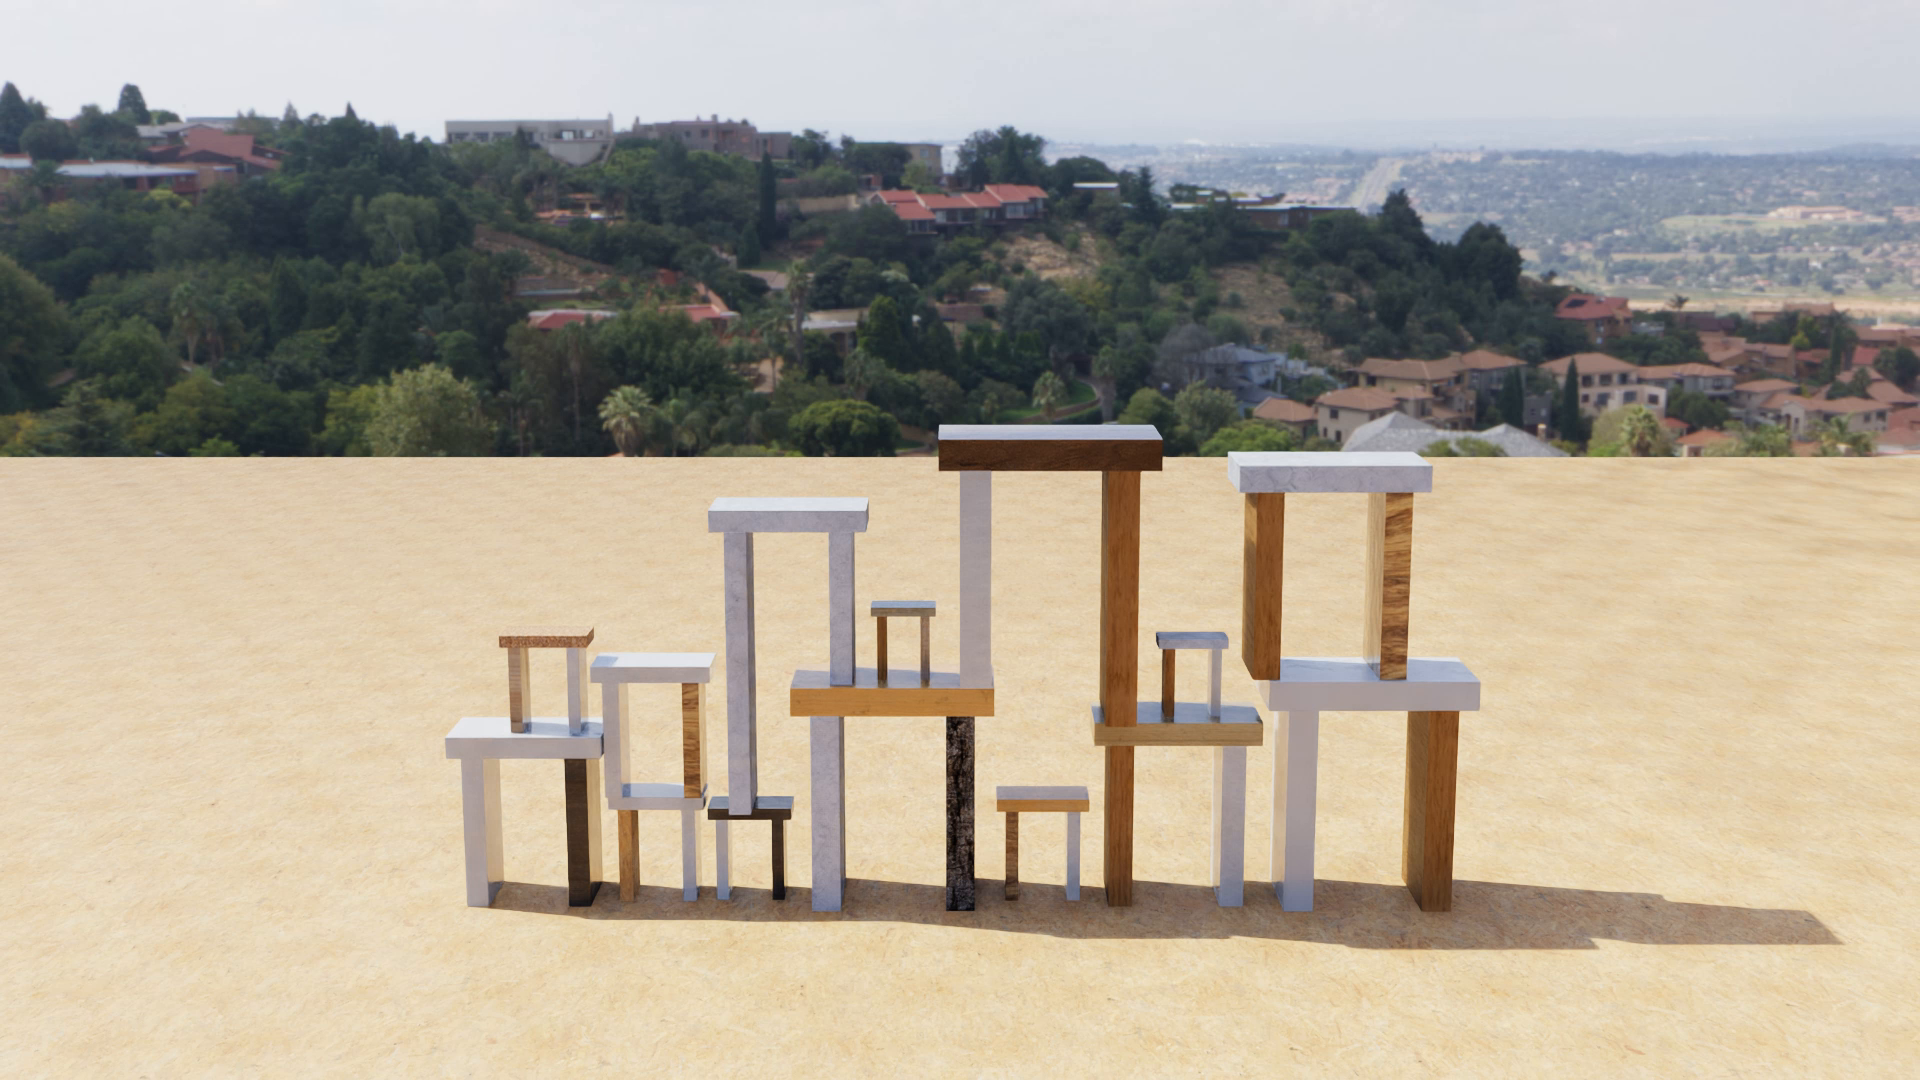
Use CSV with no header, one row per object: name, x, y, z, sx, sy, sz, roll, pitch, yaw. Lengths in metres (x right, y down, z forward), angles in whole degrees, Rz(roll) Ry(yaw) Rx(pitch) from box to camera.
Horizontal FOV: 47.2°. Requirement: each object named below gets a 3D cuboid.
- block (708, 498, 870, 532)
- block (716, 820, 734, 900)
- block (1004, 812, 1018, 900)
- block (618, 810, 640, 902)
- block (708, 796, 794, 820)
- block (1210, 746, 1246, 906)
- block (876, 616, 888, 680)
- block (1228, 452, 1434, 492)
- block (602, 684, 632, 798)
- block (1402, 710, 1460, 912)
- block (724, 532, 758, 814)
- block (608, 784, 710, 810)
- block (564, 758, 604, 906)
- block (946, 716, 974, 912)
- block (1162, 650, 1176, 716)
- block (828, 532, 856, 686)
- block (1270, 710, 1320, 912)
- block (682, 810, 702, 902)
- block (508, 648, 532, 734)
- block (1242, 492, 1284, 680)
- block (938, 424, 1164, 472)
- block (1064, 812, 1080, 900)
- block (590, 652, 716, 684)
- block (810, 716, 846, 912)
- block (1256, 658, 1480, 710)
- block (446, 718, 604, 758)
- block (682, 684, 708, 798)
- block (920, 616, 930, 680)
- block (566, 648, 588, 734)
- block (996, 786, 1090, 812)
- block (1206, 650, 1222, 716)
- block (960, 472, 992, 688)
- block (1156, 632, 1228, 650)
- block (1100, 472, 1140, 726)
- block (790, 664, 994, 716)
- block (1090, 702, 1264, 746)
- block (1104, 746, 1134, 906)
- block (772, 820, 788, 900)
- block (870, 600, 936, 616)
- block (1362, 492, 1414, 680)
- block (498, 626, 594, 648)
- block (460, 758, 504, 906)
block,-0.275,-0.041,3.551,0.250,0.035,0.125,0,11,0
block,-0.392,0.521,3.661,0.020,0.138,0.069,0,11,0
block,0.086,0.514,3.660,0.022,0.152,0.076,0,11,0
block,-0.550,0.513,3.657,0.022,0.157,0.078,0,11,0
block,-0.346,0.444,3.646,0.138,0.020,0.069,0,11,0
block,0.445,0.455,3.649,0.039,0.273,0.136,0,11,0
block,-0.127,0.171,3.590,0.015,0.105,0.053,0,11,0
block,0.593,-0.110,3.542,0.304,0.043,0.152,0,11,0
block,-0.566,0.318,3.624,0.027,0.194,0.097,0,11,1
block,0.776,0.424,3.637,0.048,0.338,0.169,0,11,0
block,-0.358,0.206,3.596,0.035,0.467,0.125,0,11,0
block,-0.498,0.425,3.641,0.157,0.022,0.078,0,11,1
block,-0.623,0.466,3.646,0.036,0.251,0.126,0,11,0
block,0.001,0.429,3.638,0.046,0.328,0.164,0,11,0
block,0.342,0.227,3.606,0.016,0.113,0.057,0,11,0
block,-0.191,0.099,3.577,0.035,0.250,0.125,0,11,0
block,0.551,0.424,3.637,0.048,0.338,0.169,0,11,0
block,-0.446,0.513,3.657,0.022,0.157,0.078,0,11,0
block,-0.722,0.238,3.604,0.020,0.142,0.071,0,11,0
block,0.491,0.061,3.573,0.043,0.304,0.152,0,11,0
block,0.142,-0.149,3.534,0.352,0.050,0.176,0,11,0
block,0.187,0.514,3.660,0.022,0.152,0.076,0,11,0
block,-0.501,0.210,3.604,0.194,0.027,0.097,0,11,0
block,-0.218,0.429,3.638,0.046,0.328,0.164,0,11,0
block,0.664,0.235,3.602,0.338,0.048,0.169,0,11,0
block,-0.707,0.326,3.620,0.251,0.036,0.126,0,11,0
block,-0.437,0.318,3.623,0.027,0.193,0.097,0,11,0
block,-0.057,0.171,3.590,0.015,0.105,0.053,0,11,0
block,-0.627,0.238,3.604,0.020,0.142,0.071,0,11,0
block,0.136,0.429,3.644,0.152,0.022,0.076,0,11,0
block,0.417,0.227,3.605,0.016,0.113,0.057,0,11,0
block,0.024,0.049,3.571,0.050,0.352,0.176,0,11,0
block,0.379,0.164,3.594,0.113,0.016,0.057,0,11,0
block,0.259,0.080,3.576,0.050,0.415,0.176,0,11,0
block,-0.108,0.245,3.603,0.328,0.046,0.164,0,11,0
block,0.354,0.302,3.620,0.273,0.039,0.136,0,11,0
block,0.263,0.455,3.649,0.039,0.273,0.136,0,11,0
block,-0.300,0.522,3.661,0.020,0.138,0.069,0,11,0
block,-0.092,0.112,3.579,0.105,0.015,0.053,0,11,0
block,0.694,0.061,3.573,0.043,0.304,0.152,0,11,0
block,-0.674,0.158,3.590,0.142,0.020,0.071,0,11,0
block,-0.791,0.466,3.646,0.036,0.251,0.126,0,11,0
